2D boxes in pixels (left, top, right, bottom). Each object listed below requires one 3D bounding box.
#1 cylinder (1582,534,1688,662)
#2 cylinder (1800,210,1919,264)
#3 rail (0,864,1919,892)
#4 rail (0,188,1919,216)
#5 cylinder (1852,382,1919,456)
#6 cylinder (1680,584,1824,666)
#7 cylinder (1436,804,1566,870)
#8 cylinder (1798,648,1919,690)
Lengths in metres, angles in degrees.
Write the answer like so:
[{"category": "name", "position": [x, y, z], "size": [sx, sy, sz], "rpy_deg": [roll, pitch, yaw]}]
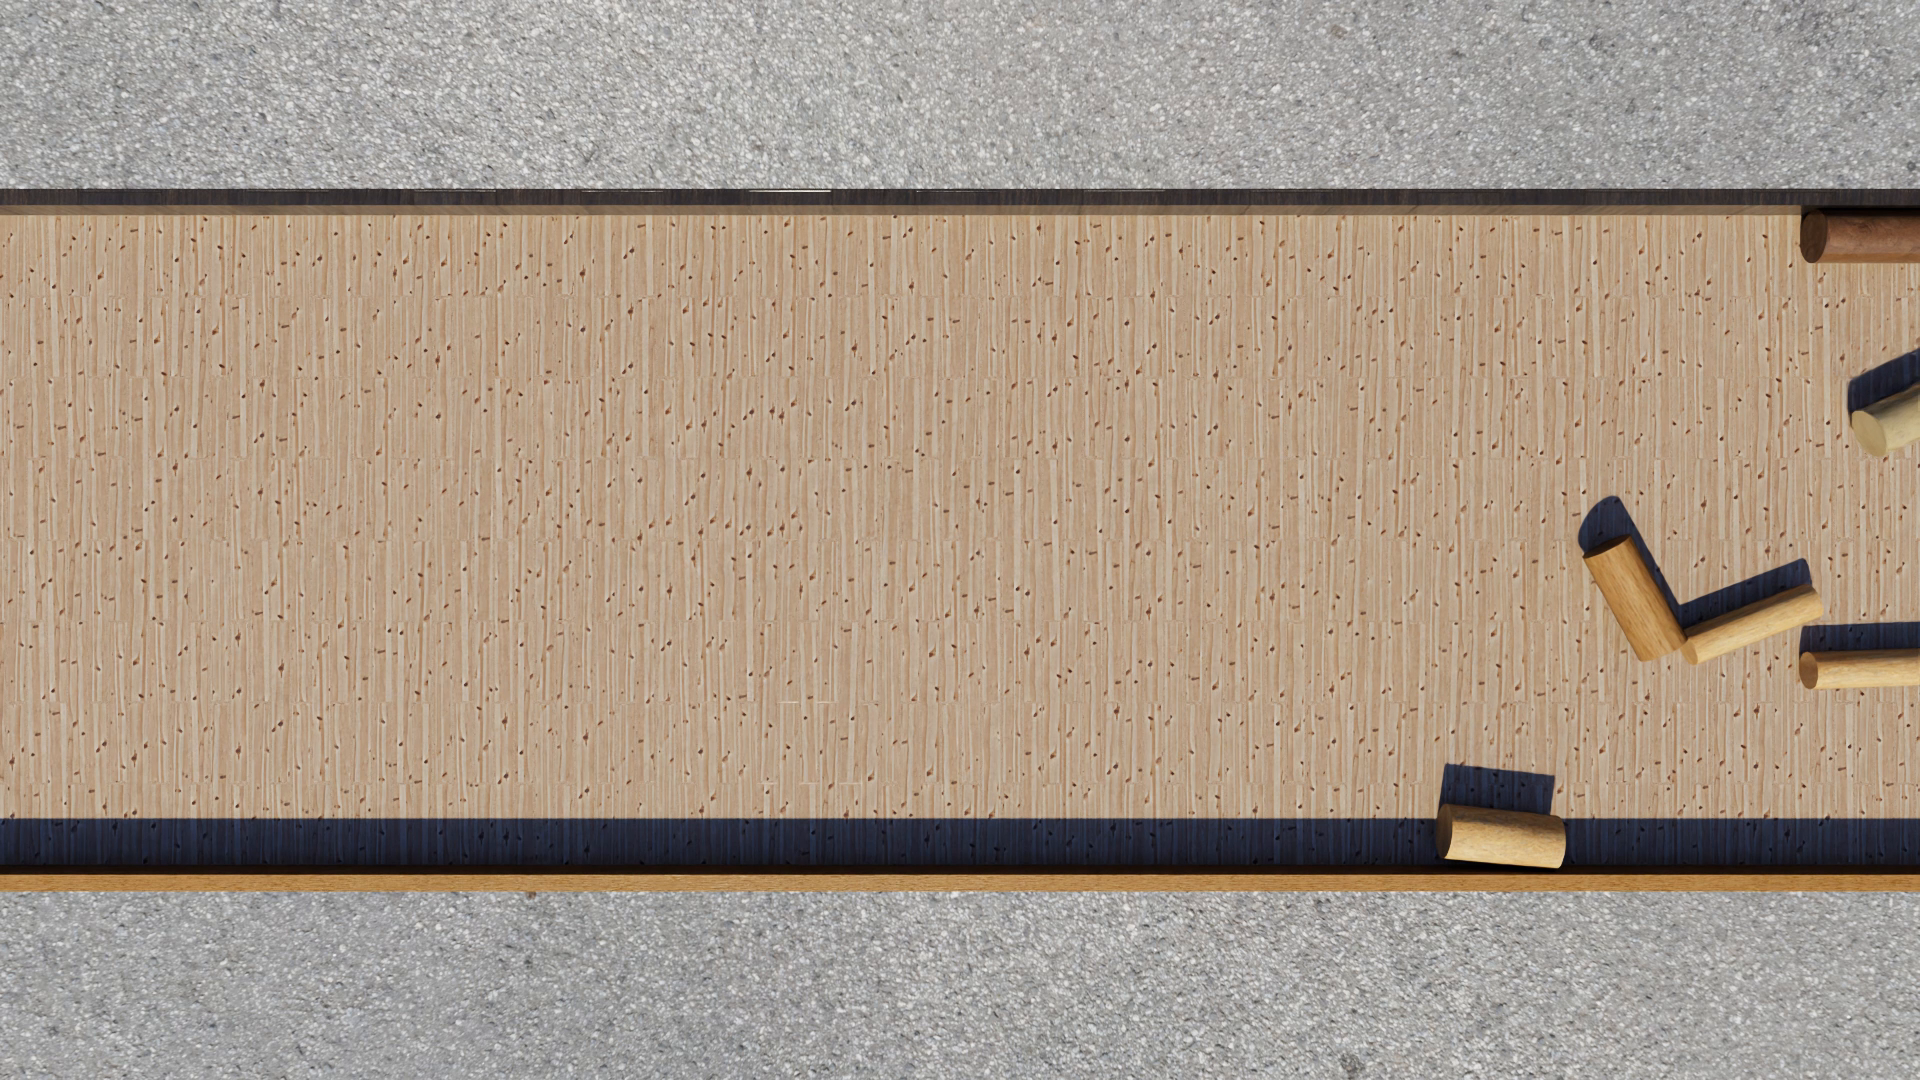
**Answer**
[{"category": "cylinder", "position": [2.045, 0.175, 5.000], "size": [0.154, 0.154, 0.357], "rpy_deg": [-29, 90, 0]}, {"category": "cylinder", "position": [2.779, -0.919, 4.996], "size": [0.388, 0.161, 0.161], "rpy_deg": [0, 90, 0]}, {"category": "rail", "position": [-2.247, 1.025, 5.001], "size": [12.000, 0.150, 0.050], "rpy_deg": [0, 90, 0]}, {"category": "rail", "position": [-2.247, -1.025, 5.002], "size": [12.000, 0.150, 0.050], "rpy_deg": [0, 90, 0]}, {"category": "cylinder", "position": [2.915, -0.398, 4.999], "size": [0.354, 0.155, 0.155], "rpy_deg": [-25, 90, 0]}, {"category": "cylinder", "position": [2.403, 0.256, 5.020], "size": [0.407, 0.113, 0.113], "rpy_deg": [-21, 90, 0]}, {"category": "cylinder", "position": [1.634, 0.899, 4.994], "size": [0.339, 0.166, 0.166], "rpy_deg": [6, 90, 0]}, {"category": "cylinder", "position": [2.790, 0.389, 5.019], "size": [0.416, 0.114, 0.114], "rpy_deg": [-2, 90, 0]}]
